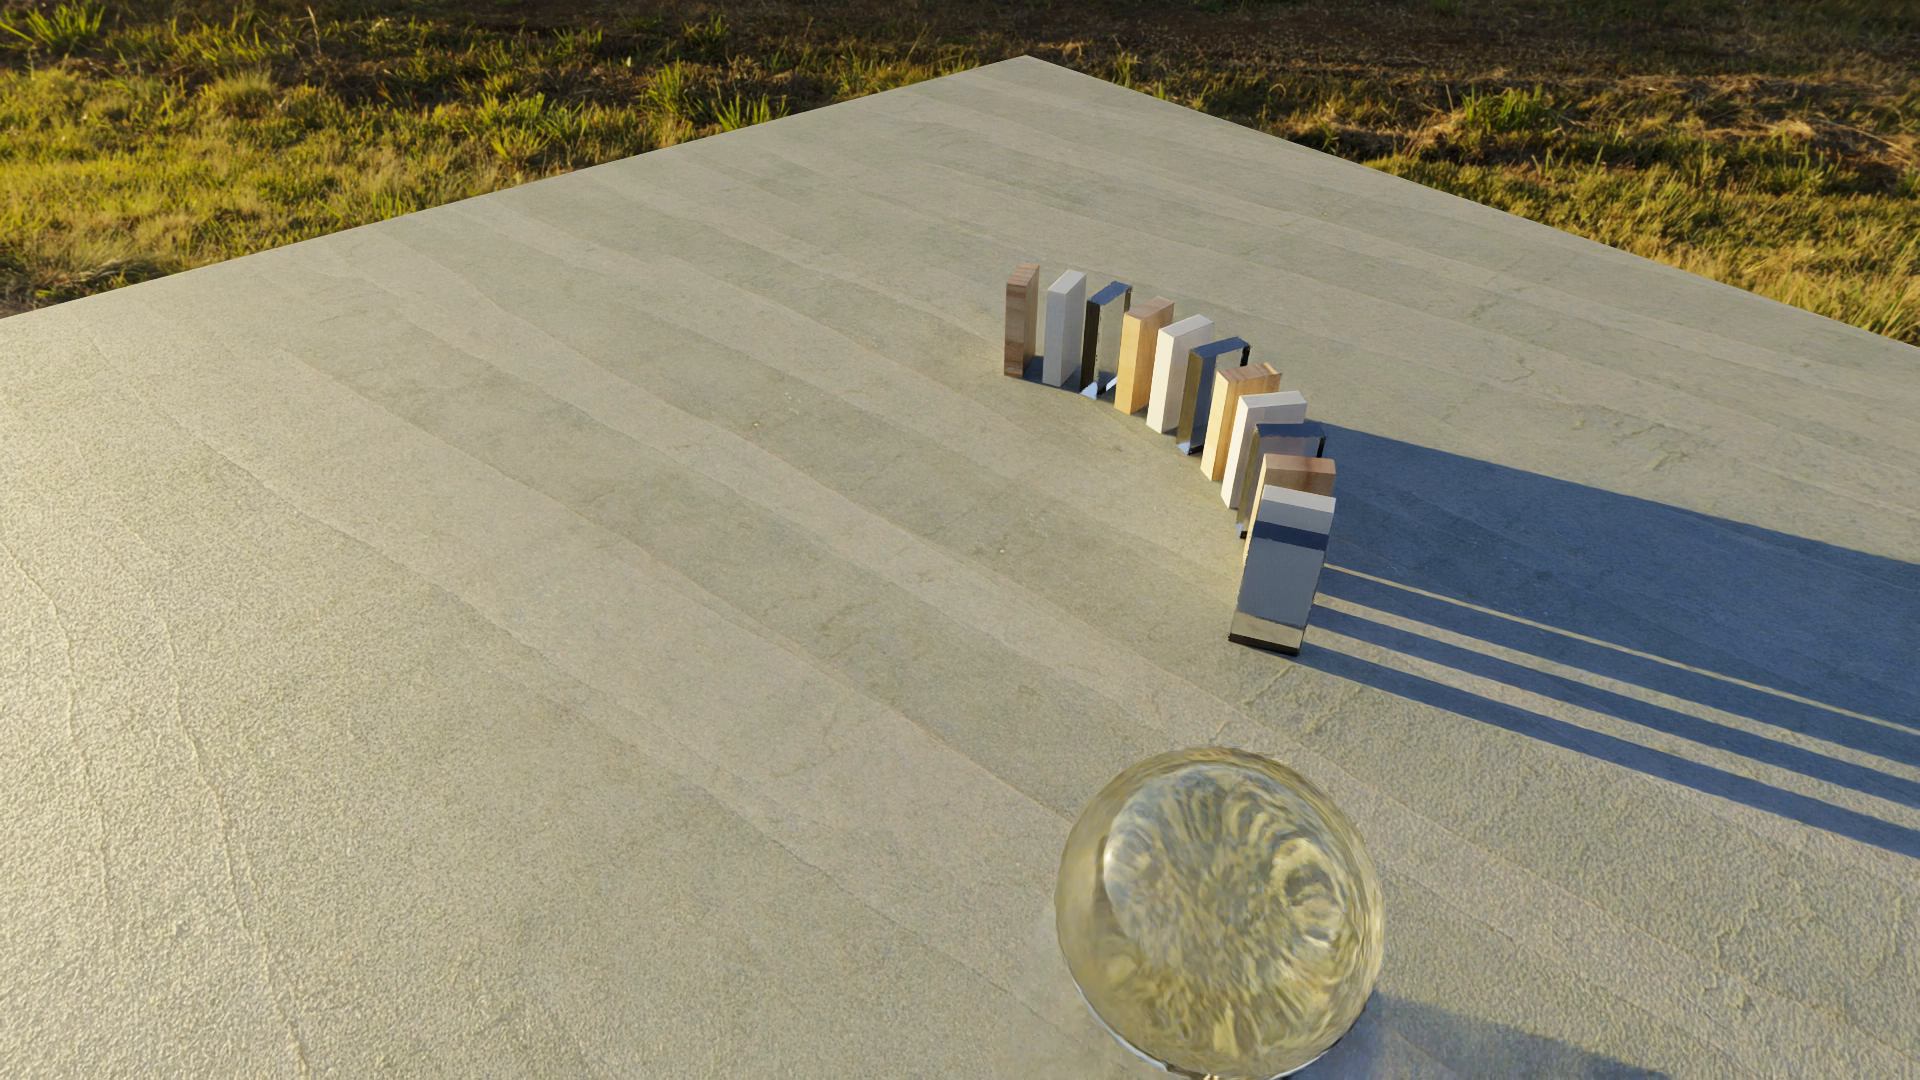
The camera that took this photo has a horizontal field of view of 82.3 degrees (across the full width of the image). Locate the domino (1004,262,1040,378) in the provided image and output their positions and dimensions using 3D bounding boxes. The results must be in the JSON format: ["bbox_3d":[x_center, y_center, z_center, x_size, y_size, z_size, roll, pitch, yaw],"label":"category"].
[{"bbox_3d":[0.030,-0.109,0.544,0.010,0.050,0.025,12,41,14],"label":"domino"}]

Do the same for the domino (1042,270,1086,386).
[{"bbox_3d":[0.051,-0.103,0.538,0.010,0.050,0.025,19,43,21],"label":"domino"}]

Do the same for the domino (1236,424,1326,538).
[{"bbox_3d":[0.127,-0.023,0.439,0.025,0.050,0.009,0,39,0],"label":"domino"}]

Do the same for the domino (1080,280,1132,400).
[{"bbox_3d":[0.070,-0.096,0.528,0.009,0.050,0.025,25,46,28],"label":"domino"}]

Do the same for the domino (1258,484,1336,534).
[{"bbox_3d":[0.120,0.005,0.406,0.025,0.050,0.009,13,41,15],"label":"domino"}]

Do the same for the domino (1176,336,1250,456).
[{"bbox_3d":[0.112,-0.064,0.489,0.025,0.050,0.009,-18,43,-20],"label":"domino"}]

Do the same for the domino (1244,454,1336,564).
[{"bbox_3d":[0.126,-0.009,0.422,0.025,0.050,0.009,6,40,7],"label":"domino"}]

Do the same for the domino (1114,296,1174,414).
[{"bbox_3d":[0.086,-0.086,0.517,0.025,0.050,0.010,-32,49,-33],"label":"domino"}]

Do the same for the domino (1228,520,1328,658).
[{"bbox_3d":[0.112,0.018,0.390,0.025,0.050,0.010,13,41,15],"label":"domino"}]

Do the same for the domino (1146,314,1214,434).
[{"bbox_3d":[0.101,-0.076,0.504,0.025,0.050,0.010,-24,45,-27],"label":"domino"}]

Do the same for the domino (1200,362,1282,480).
[{"bbox_3d":[0.121,-0.051,0.473,0.025,0.050,0.010,-11,41,-14],"label":"domino"}]

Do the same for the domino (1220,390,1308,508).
[{"bbox_3d":[0.126,-0.037,0.457,0.025,0.050,0.009,-6,40,-7],"label":"domino"}]

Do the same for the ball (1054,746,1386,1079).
[{"bbox_3d":[0.064,0.092,0.275,0.080,0.080,0.080,0,39,0],"label":"ball"}]
